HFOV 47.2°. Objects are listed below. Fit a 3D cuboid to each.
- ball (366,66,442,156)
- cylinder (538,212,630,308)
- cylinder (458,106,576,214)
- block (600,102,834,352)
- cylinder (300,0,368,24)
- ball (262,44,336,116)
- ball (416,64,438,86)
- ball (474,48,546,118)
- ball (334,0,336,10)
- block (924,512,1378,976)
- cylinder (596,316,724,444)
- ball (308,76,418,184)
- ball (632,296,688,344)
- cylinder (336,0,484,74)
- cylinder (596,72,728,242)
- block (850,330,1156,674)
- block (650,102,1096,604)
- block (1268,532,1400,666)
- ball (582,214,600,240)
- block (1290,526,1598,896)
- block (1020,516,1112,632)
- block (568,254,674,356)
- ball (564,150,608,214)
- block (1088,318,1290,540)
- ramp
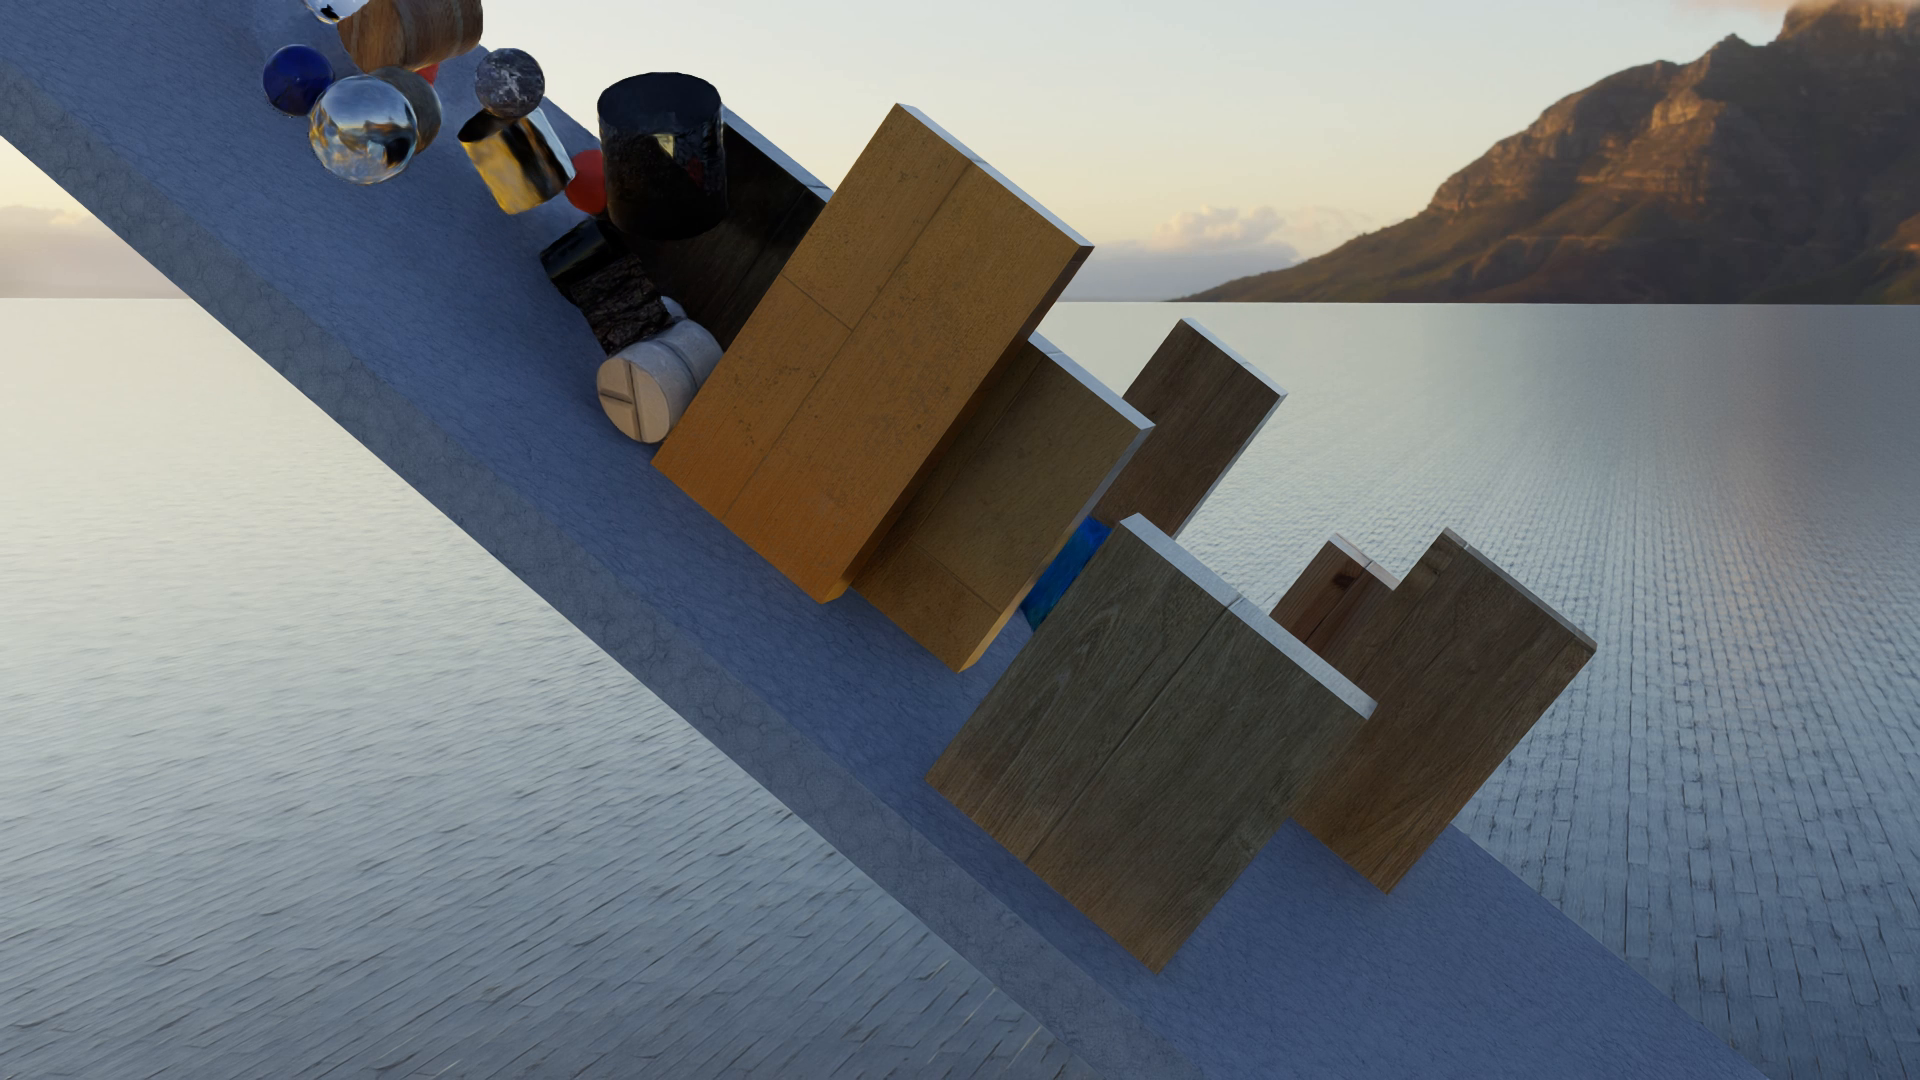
[{"bbox_3d":[-1.045,-0.791,4.068,0.168,0.168,0.168,0,7,0],"label":"ball"},{"bbox_3d":[-0.687,-0.515,4.053,0.125,0.125,0.125,-35,2,9],"label":"cylinder"},{"bbox_3d":[-0.830,-0.724,4.122,0.160,0.160,0.160,-19,34,13],"label":"cylinder"},{"bbox_3d":[-0.452,-0.541,4.128,0.424,0.427,0.131,39,16,9],"label":"block"},{"bbox_3d":[-1.142,-1.063,3.924,0.196,0.196,0.196,7,-28,44],"label":"cylinder"},{"bbox_3d":[-1.168,-0.812,3.885,0.125,0.125,0.125,0,7,0],"label":"ball"},{"bbox_3d":[-1.123,-0.956,4.421,0.144,0.144,0.144,0,7,0],"label":"ball"},{"bbox_3d":[-0.814,-0.826,3.975,0.126,0.126,0.126,0,7,0],"label":"ball"},{"bbox_3d":[-1.207,-1.092,4.500,0.141,0.141,0.141,0,7,0],"label":"ball"},{"bbox_3d":[0.271,0.291,3.172,0.439,0.484,0.127,39,16,9],"label":"block"},{"bbox_3d":[-0.491,-0.265,3.639,0.156,0.156,0.156,5,33,37],"label":"cylinder"},{"bbox_3d":[-1.039,-0.715,3.831,0.185,0.185,0.185,0,7,0],"label":"ball"},{"bbox_3d":[-0.541,-0.379,3.929,0.117,0.117,0.117,0,7,0],"label":"ball"},{"bbox_3d":[-1.065,-1.013,4.257,0.197,0.197,0.197,6,28,39],"label":"cylinder"},{"bbox_3d":[-0.511,-0.662,3.794,0.210,0.210,0.210,0,41,0],"label":"cylinder"},{"bbox_3d":[0.010,-0.105,3.690,0.390,0.518,0.114,39,16,9],"label":"block"},{"bbox_3d":[-0.148,-0.294,3.531,0.371,0.715,0.098,39,16,9],"label":"block"},{"bbox_3d":[0.779,0.280,4.402,0.407,0.418,0.136,39,16,9],"label":"block"},{"bbox_3d":[-0.677,-0.588,4.333,0.132,0.132,0.132,0,7,0],"label":"ball"},{"bbox_3d":[0.853,0.320,4.107,0.346,0.601,0.094,39,16,9],"label":"block"},{"bbox_3d":[0.245,0.089,4.228,0.195,0.195,0.195,28,18,-28],"label":"block"},{"bbox_3d":[-0.563,-0.392,3.645,0.121,0.121,0.121,-29,14,-6],"label":"block"},{"bbox_3d":[-0.710,-0.697,4.276,0.124,0.124,0.124,0,7,0],"label":"ball"},{"bbox_3d":[0.423,-0.175,4.707,0.265,0.550,0.116,39,16,9],"label":"block"},{"bbox_3d":[-0.055,0.115,4.065,4.000,0.100,2.000,39,16,9],"label":"ramp"}]
